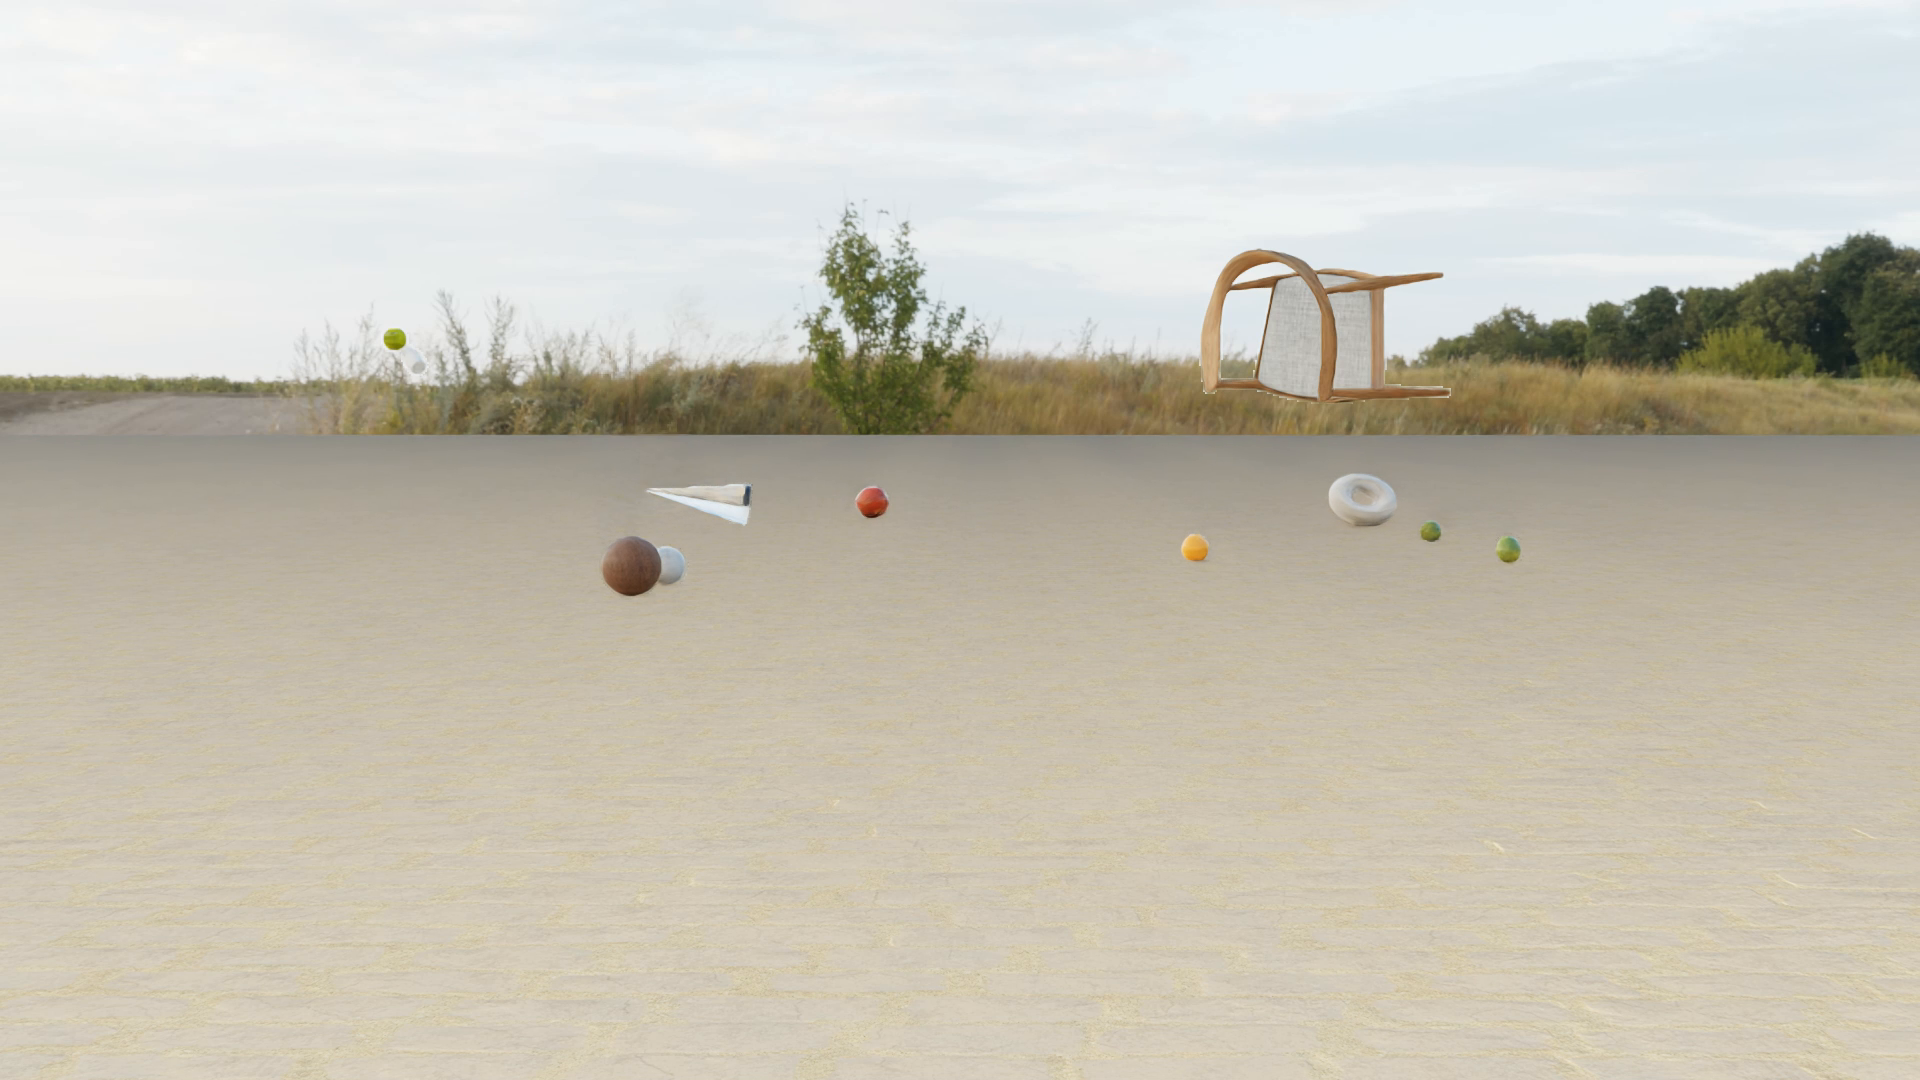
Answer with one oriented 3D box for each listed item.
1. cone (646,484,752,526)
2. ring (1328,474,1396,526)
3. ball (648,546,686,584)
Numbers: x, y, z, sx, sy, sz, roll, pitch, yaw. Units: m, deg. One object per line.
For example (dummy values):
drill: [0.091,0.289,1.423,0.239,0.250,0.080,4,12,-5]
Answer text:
cone: [-0.865,-0.140,7.183,0.345,0.138,0.162,8,6,-12]
ring: [1.325,-0.130,7.242,0.226,0.170,0.101,14,-22,5]
ball: [-0.673,0.059,5.049,0.088,0.088,0.088,0,4,0]
